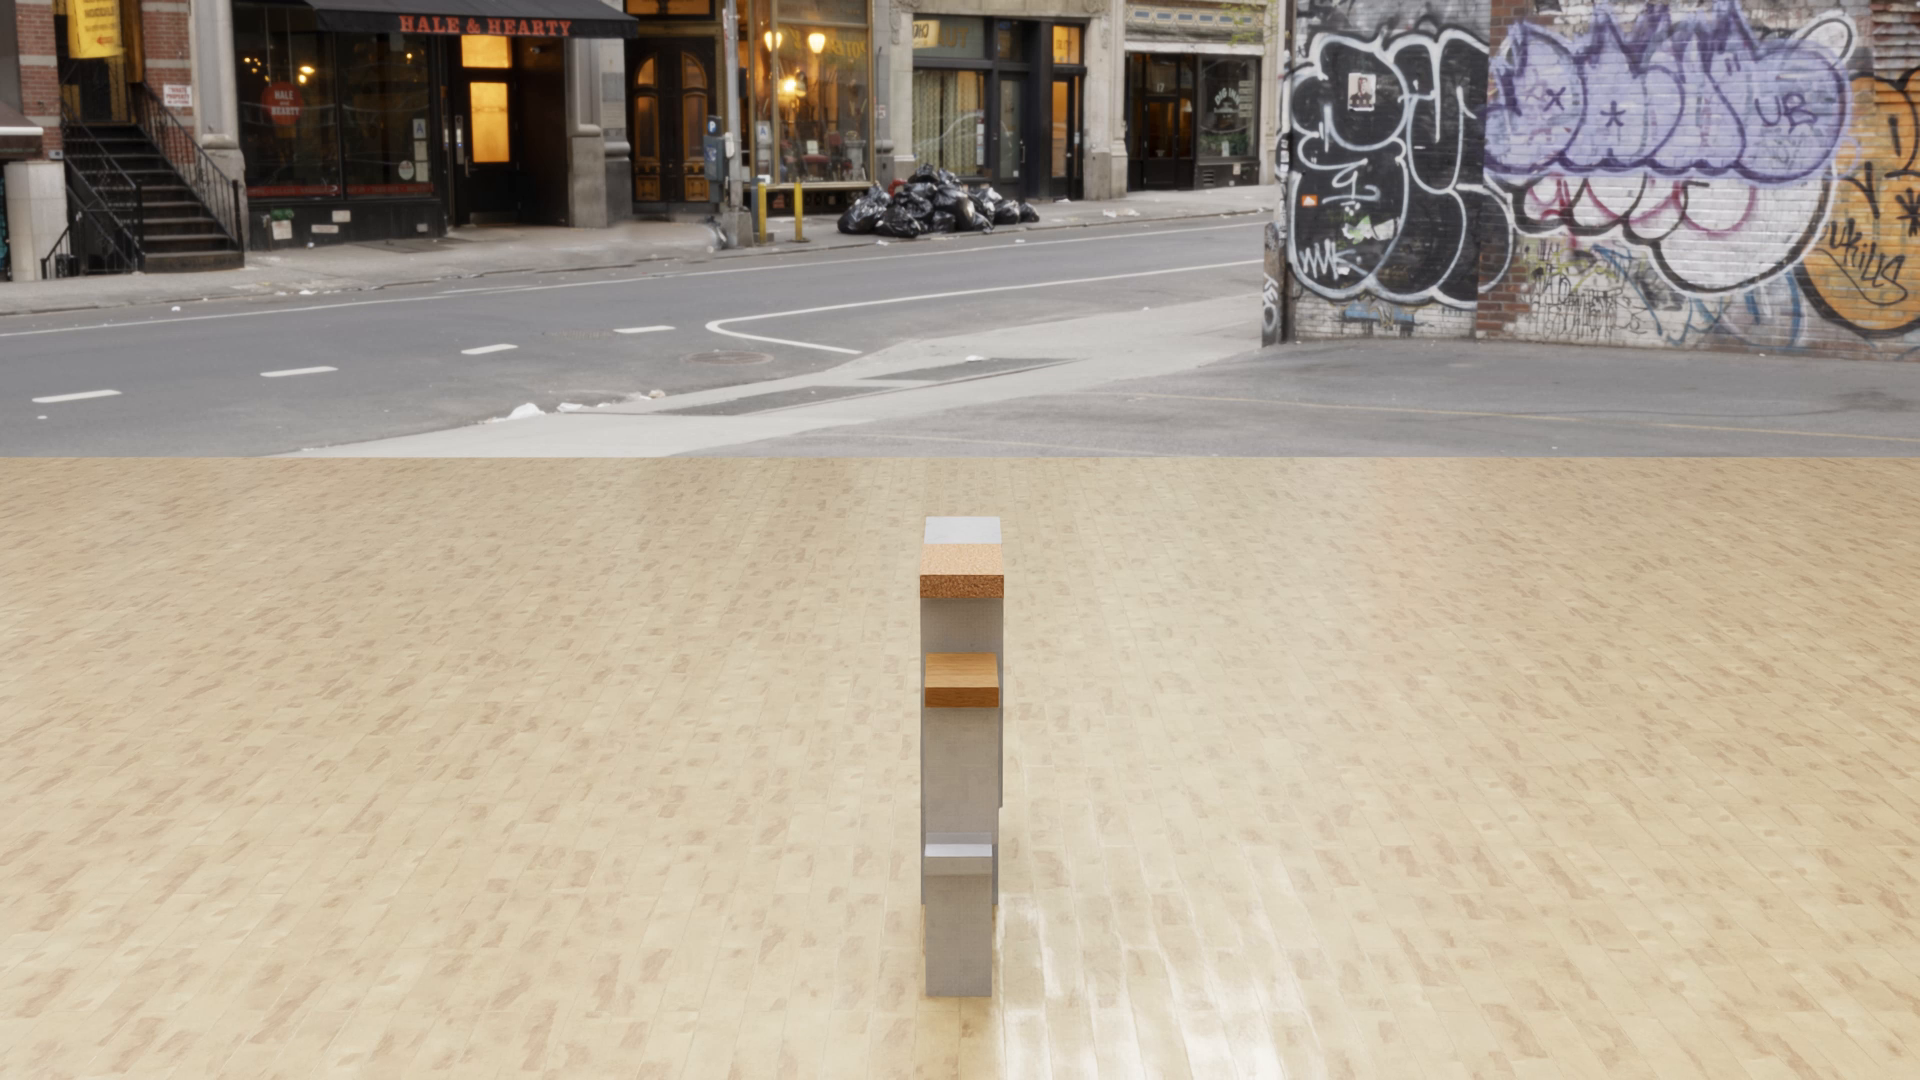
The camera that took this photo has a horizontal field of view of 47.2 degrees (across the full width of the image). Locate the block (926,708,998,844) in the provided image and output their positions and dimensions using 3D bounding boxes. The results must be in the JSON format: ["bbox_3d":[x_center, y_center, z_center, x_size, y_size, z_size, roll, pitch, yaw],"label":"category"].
[{"bbox_3d":[0.002,0.339,3.223,0.106,0.212,0.030,0,11,0],"label":"block"}]

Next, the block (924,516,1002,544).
[{"bbox_3d":[0.005,0.000,3.742,0.128,0.036,0.256,0,11,0],"label":"block"}]

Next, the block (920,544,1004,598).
[{"bbox_3d":[0.003,0.047,3.485,0.129,0.036,0.257,0,11,0],"label":"block"}]

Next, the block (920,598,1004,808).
[{"bbox_3d":[0.003,0.249,3.435,0.129,0.342,0.036,0,11,0],"label":"block"}]

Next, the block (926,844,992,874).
[{"bbox_3d":[-0.002,0.452,3.271,0.097,0.028,0.194,0,11,0],"label":"block"}]

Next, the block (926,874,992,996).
[{"bbox_3d":[-0.002,0.573,3.228,0.097,0.194,0.028,0,11,0],"label":"block"}]

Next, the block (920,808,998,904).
[{"bbox_3d":[-0.001,0.471,3.612,0.128,0.256,0.036,0,11,0],"label":"block"}]

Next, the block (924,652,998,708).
[{"bbox_3d":[0.002,0.207,3.270,0.106,0.030,0.212,0,11,0],"label":"block"}]
